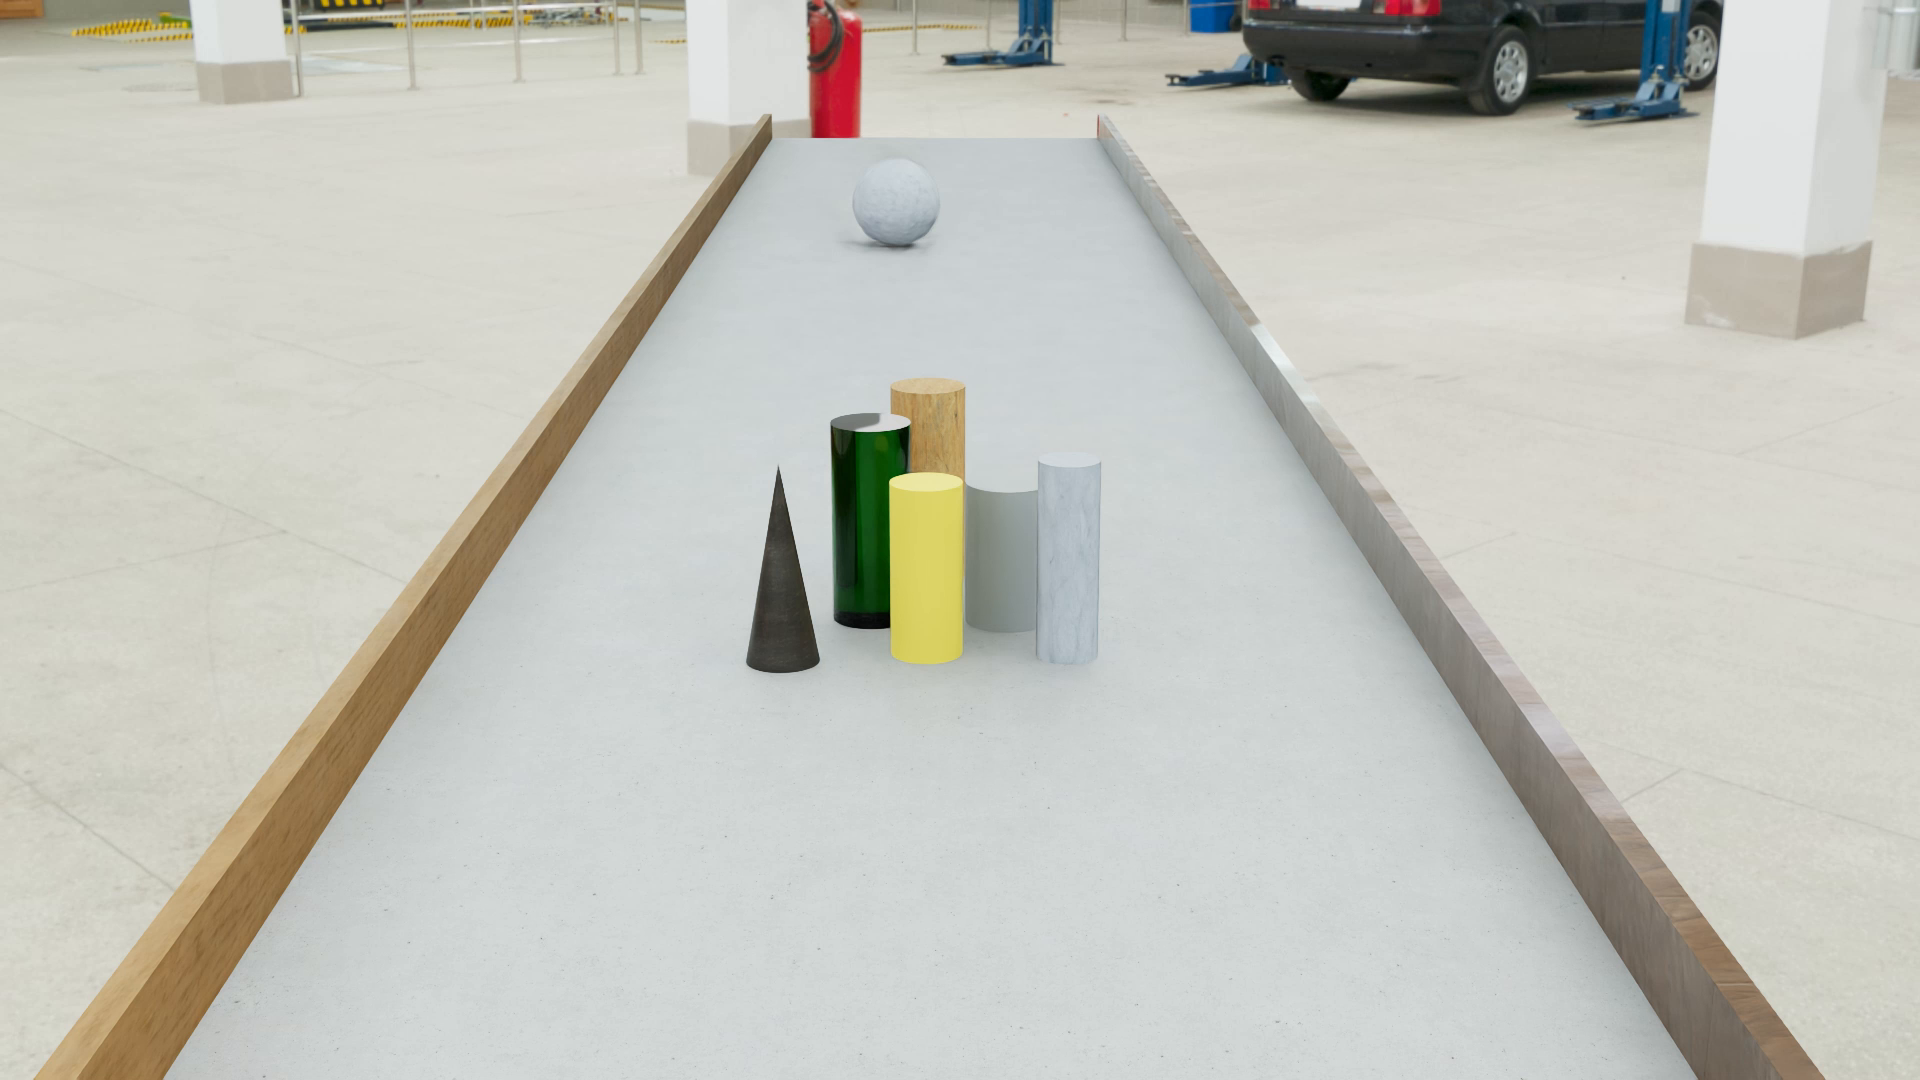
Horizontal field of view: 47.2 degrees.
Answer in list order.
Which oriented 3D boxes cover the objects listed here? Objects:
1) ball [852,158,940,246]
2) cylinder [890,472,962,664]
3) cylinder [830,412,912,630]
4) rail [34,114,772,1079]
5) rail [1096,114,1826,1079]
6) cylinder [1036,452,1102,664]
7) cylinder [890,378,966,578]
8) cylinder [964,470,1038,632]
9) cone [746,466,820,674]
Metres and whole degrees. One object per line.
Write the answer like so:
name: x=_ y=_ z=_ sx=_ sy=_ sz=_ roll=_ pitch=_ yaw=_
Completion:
ball: x=-0.274 y=-1.455 z=9.456 sx=0.377 sy=0.377 sz=0.377 roll=0 pitch=17 yaw=0
cylinder: x=-0.067 y=0.056 z=4.412 sx=0.146 sy=0.357 sz=0.146 roll=0 pitch=17 yaw=0
cylinder: x=-0.186 y=-0.041 z=4.619 sx=0.168 sy=0.425 sz=0.168 roll=0 pitch=17 yaw=0
rail: x=-1.118 y=-0.838 z=7.780 sx=0.050 sy=0.150 sz=12.000 roll=0 pitch=17 yaw=-1
rail: x=0.932 y=-0.844 z=7.801 sx=0.050 sy=0.150 sz=12.000 roll=0 pitch=17 yaw=-1
cylinder: x=0.216 y=0.036 z=4.390 sx=0.124 sy=0.407 sz=0.124 roll=0 pitch=17 yaw=0
cylinder: x=-0.071 y=-0.129 z=4.895 sx=0.164 sy=0.437 sz=0.164 roll=0 pitch=17 yaw=0
cylinder: x=0.100 y=0.023 z=4.620 sx=0.180 sy=0.303 sz=0.180 roll=0 pitch=17 yaw=0
cone: x=-0.355 y=0.046 z=4.355 sx=0.149 sy=0.409 sz=0.149 roll=0 pitch=17 yaw=0
